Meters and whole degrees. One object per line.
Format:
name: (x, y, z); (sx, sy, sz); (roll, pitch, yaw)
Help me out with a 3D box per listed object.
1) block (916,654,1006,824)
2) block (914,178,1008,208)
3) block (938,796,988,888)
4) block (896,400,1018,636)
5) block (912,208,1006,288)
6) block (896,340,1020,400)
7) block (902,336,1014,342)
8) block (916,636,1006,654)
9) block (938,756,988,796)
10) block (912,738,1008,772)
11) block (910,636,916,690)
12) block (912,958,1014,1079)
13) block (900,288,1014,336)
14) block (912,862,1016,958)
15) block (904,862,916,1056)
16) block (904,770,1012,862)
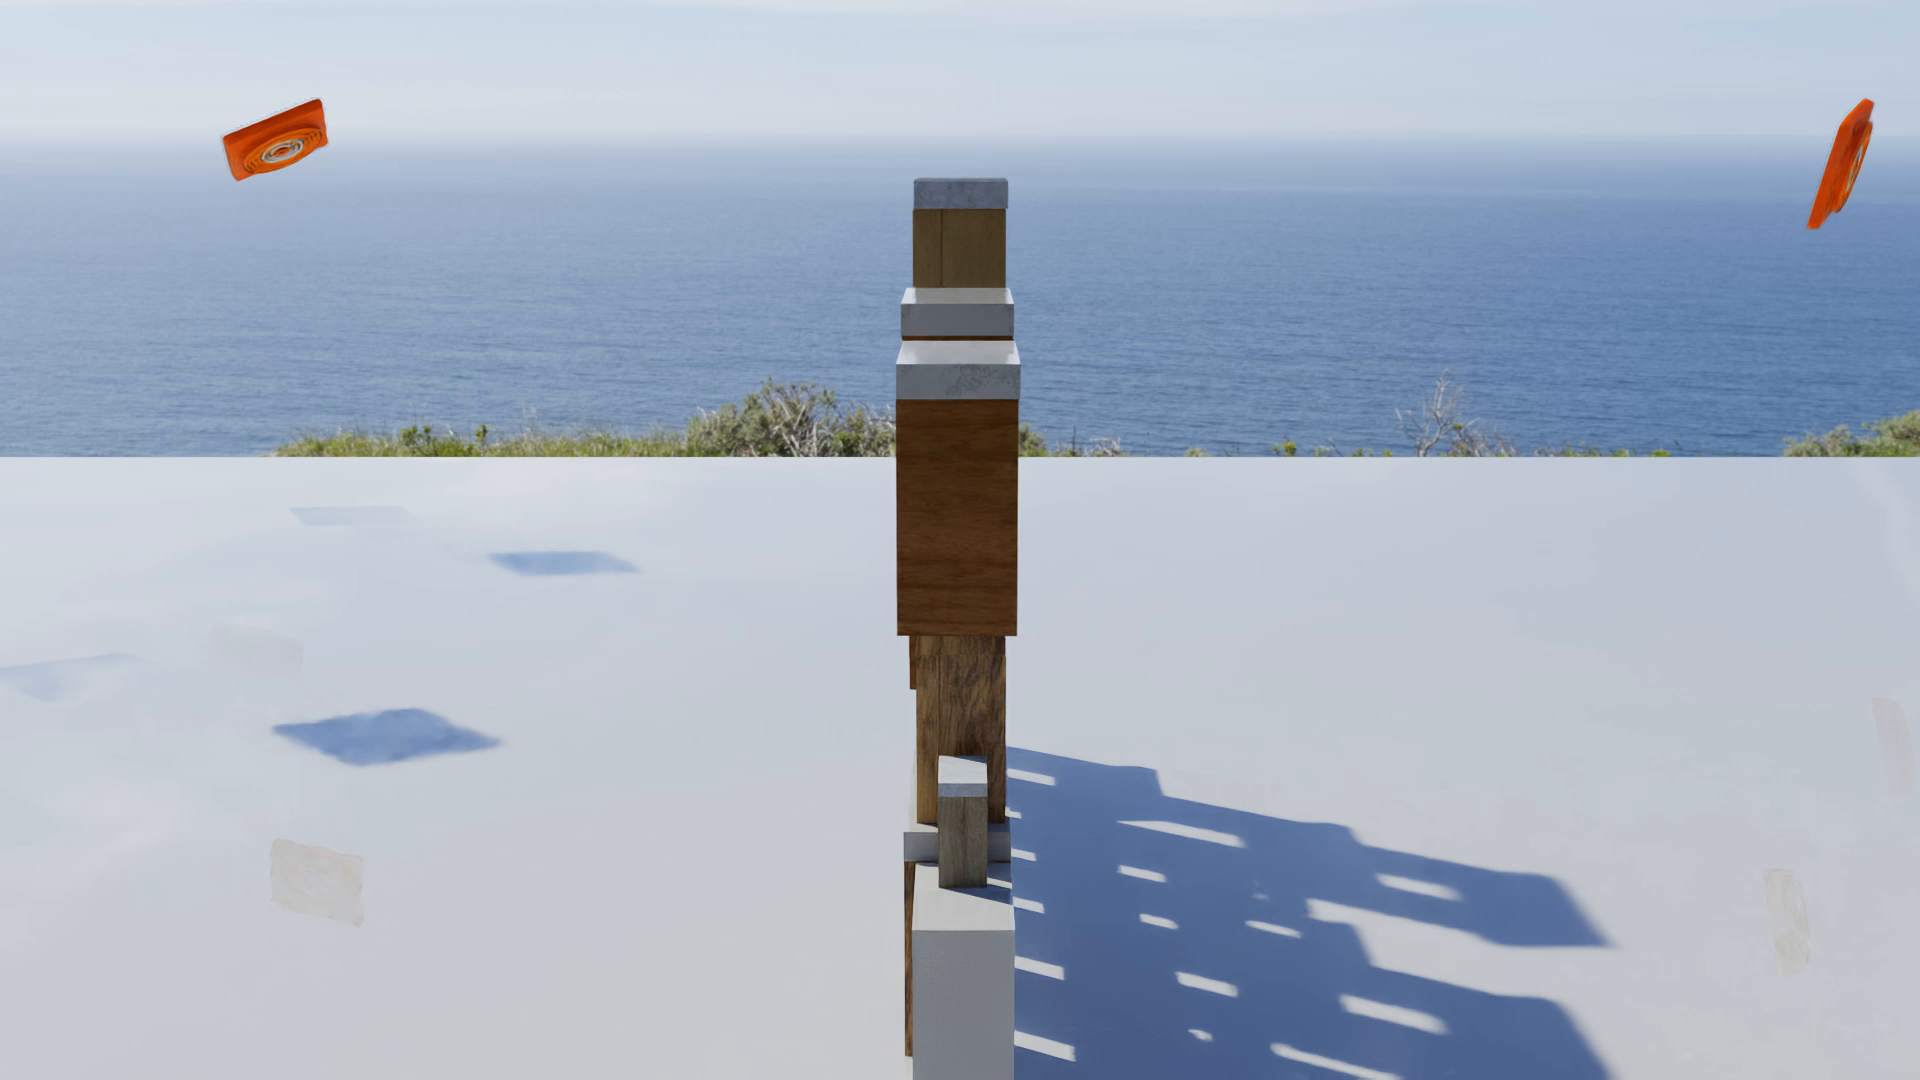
block: (0.001, 0.262, 2.970); (0.120, 0.239, 0.034); (0, 11, 0)
block: (0.003, -0.635, 4.020); (0.166, 0.047, 0.331); (0, 10, 0)
block: (0.004, 0.386, 2.841); (0.063, 0.126, 0.018); (0, 11, 0)
block: (-0.003, -0.033, 2.861); (0.157, 0.314, 0.044); (0, 11, 1)
block: (-0.001, -0.429, 3.946); (0.166, 0.331, 0.047); (0, 11, 0)
block: (-0.002, -0.229, 2.931); (0.157, 0.044, 0.314); (0, 11, 0)
block: (-0.004, -0.148, 3.345); (0.167, 0.335, 0.047); (0, 11, 0)
block: (0.001, 0.113, 3.024); (0.120, 0.034, 0.239); (0, 11, 0)
block: (0.004, 0.308, 2.869); (0.063, 0.018, 0.126); (0, 11, 0)
block: (0.000, 0.339, 3.371); (0.141, 0.040, 0.282); (0, 11, 0)
block: (-0.006, 0.024, 4.078); (0.176, 0.509, 0.050); (0, 10, 0)
block: (0.004, 0.630, 2.763); (0.126, 0.253, 0.036); (0, 11, 0)
block: (-0.004, -0.356, 3.420); (0.167, 0.047, 0.335); (0, 11, 0)
block: (0.004, 0.472, 2.820); (0.126, 0.036, 0.253); (0, 11, 0)
block: (-0.003, 0.564, 3.020); (0.144, 0.289, 0.041); (0, 11, 0)
block: (-0.004, 0.384, 3.084); (0.144, 0.041, 0.289); (0, 11, 0)
